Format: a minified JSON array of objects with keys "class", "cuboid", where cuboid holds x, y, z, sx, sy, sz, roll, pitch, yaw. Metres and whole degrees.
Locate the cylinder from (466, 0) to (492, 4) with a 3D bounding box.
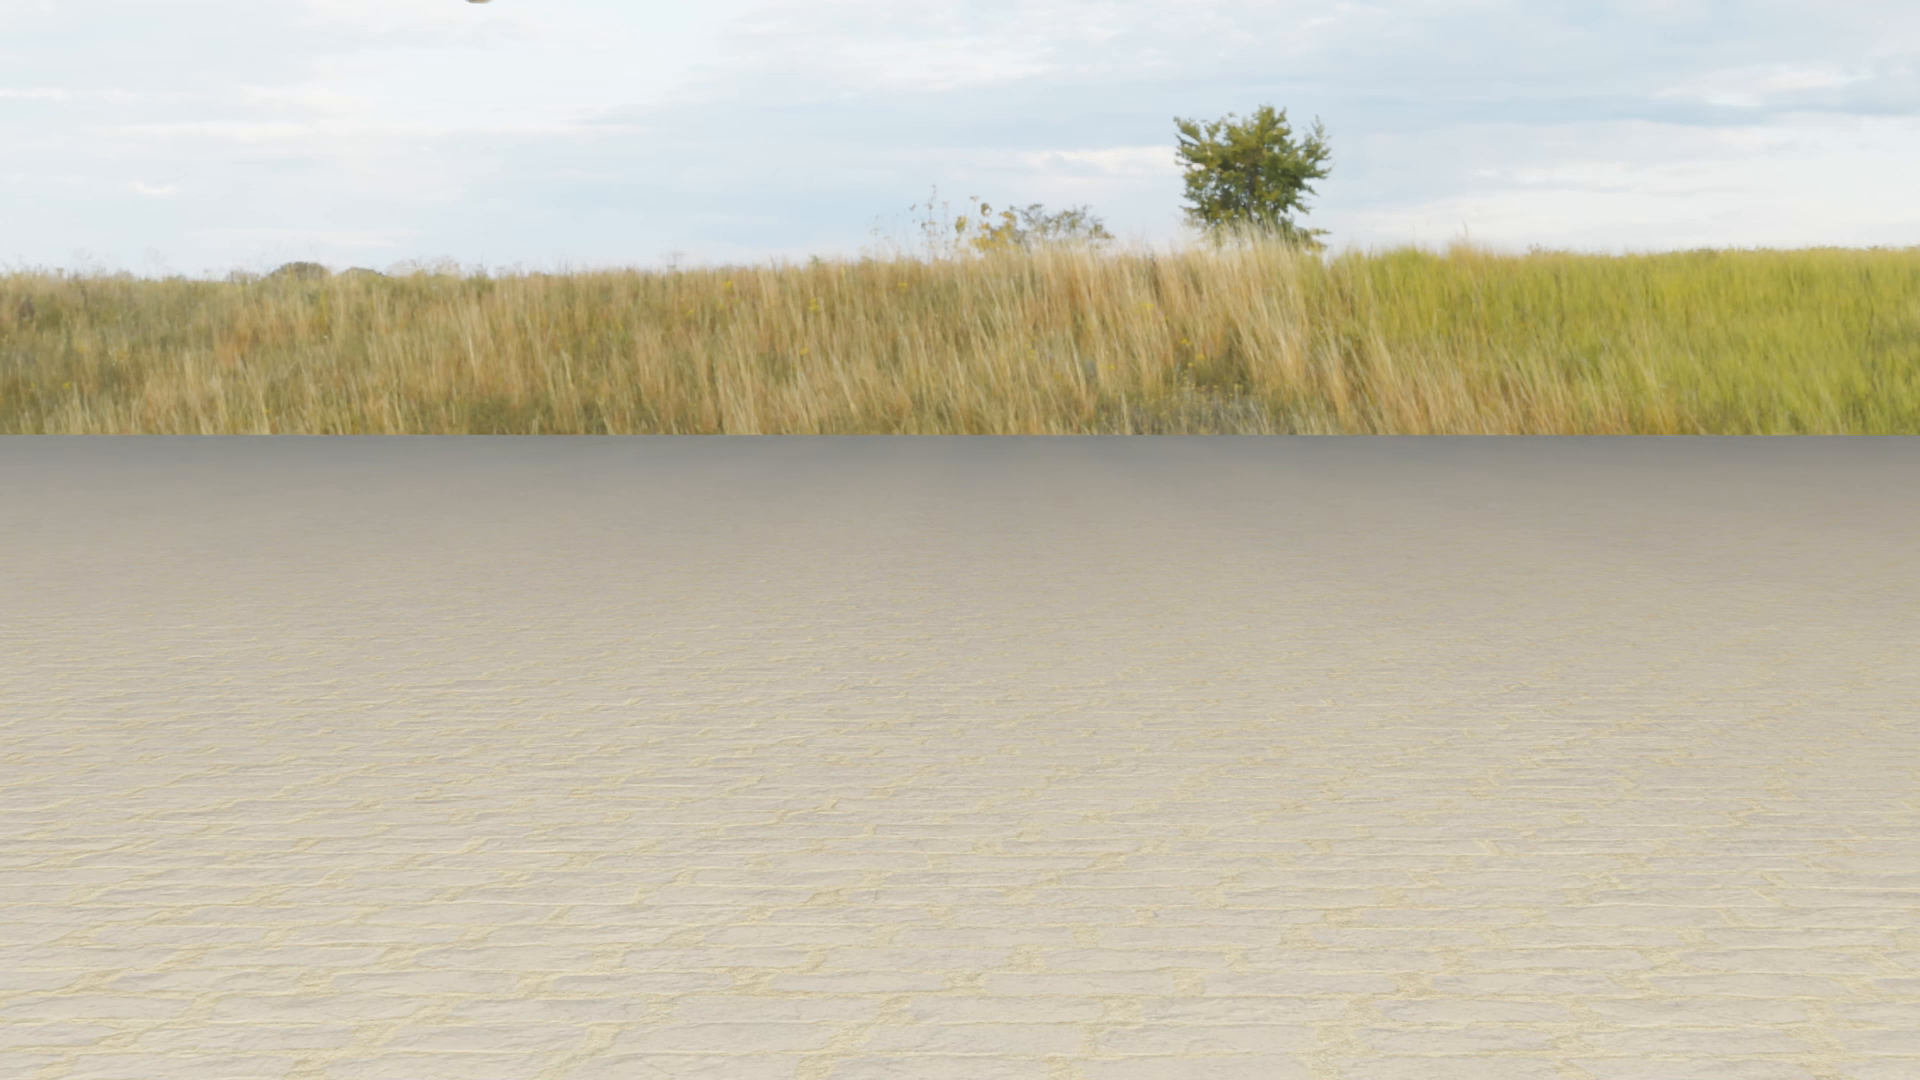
[{"class":"cylinder","cuboid":[-1.709,-2.044,7.743,0.132,0.282,0.128,-16,-16,4]}]
